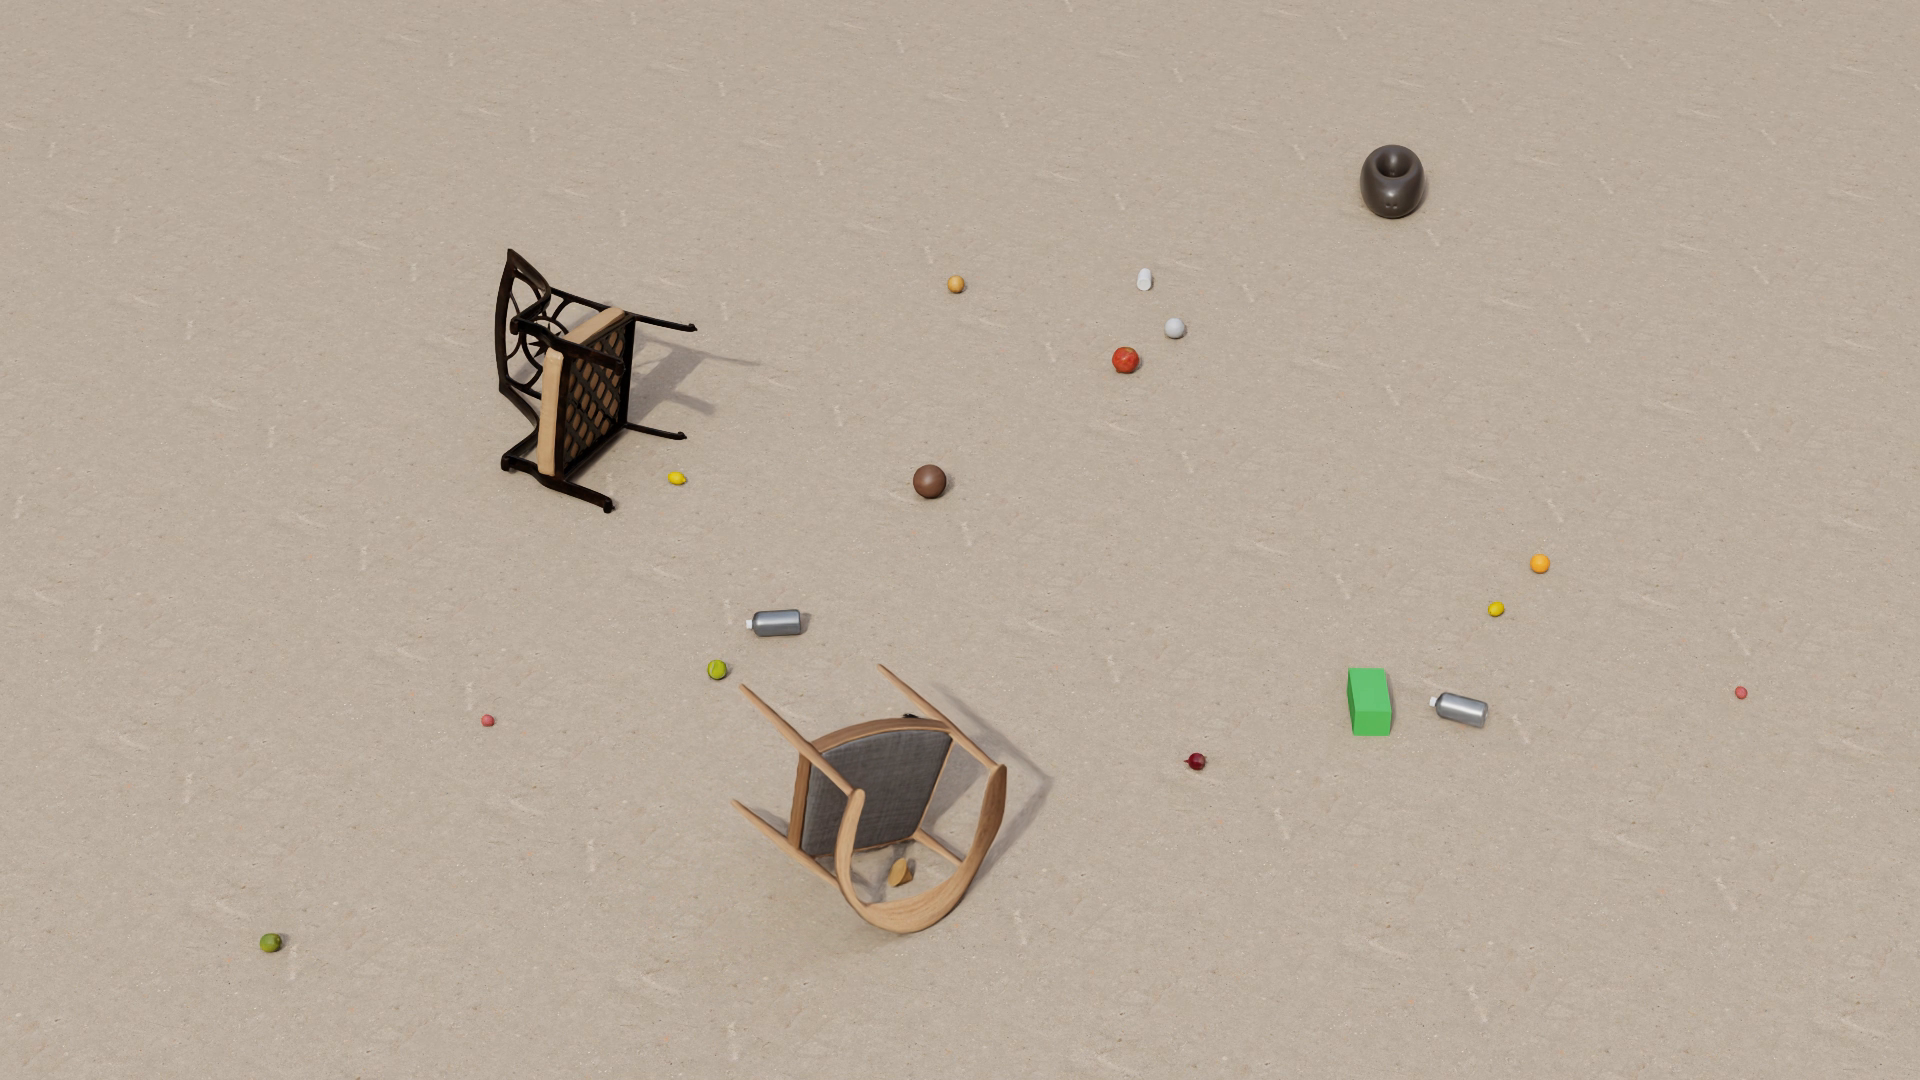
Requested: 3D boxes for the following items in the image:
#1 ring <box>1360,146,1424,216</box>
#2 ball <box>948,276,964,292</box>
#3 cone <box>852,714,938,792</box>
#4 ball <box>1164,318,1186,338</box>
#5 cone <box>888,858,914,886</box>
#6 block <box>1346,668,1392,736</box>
[{"bbox_3d":[1.953,-1.624,13.249,0.291,0.178,0.535,3,32,7],"label":"ring"},{"bbox_3d":[-0.017,-1.094,12.537,0.076,0.076,0.076,0,33,0],"label":"ball"},{"bbox_3d":[-0.248,0.738,9.762,0.162,0.138,0.345,15,46,44],"label":"cone"},{"bbox_3d":[0.893,-0.882,12.204,0.088,0.088,0.088,0,33,0],"label":"ball"},{"bbox_3d":[-0.173,1.064,9.294,0.065,0.095,0.093,27,27,-28],"label":"cone"},{"bbox_3d":[1.396,0.552,10.013,0.121,0.102,0.249,1,33,1],"label":"block"}]
